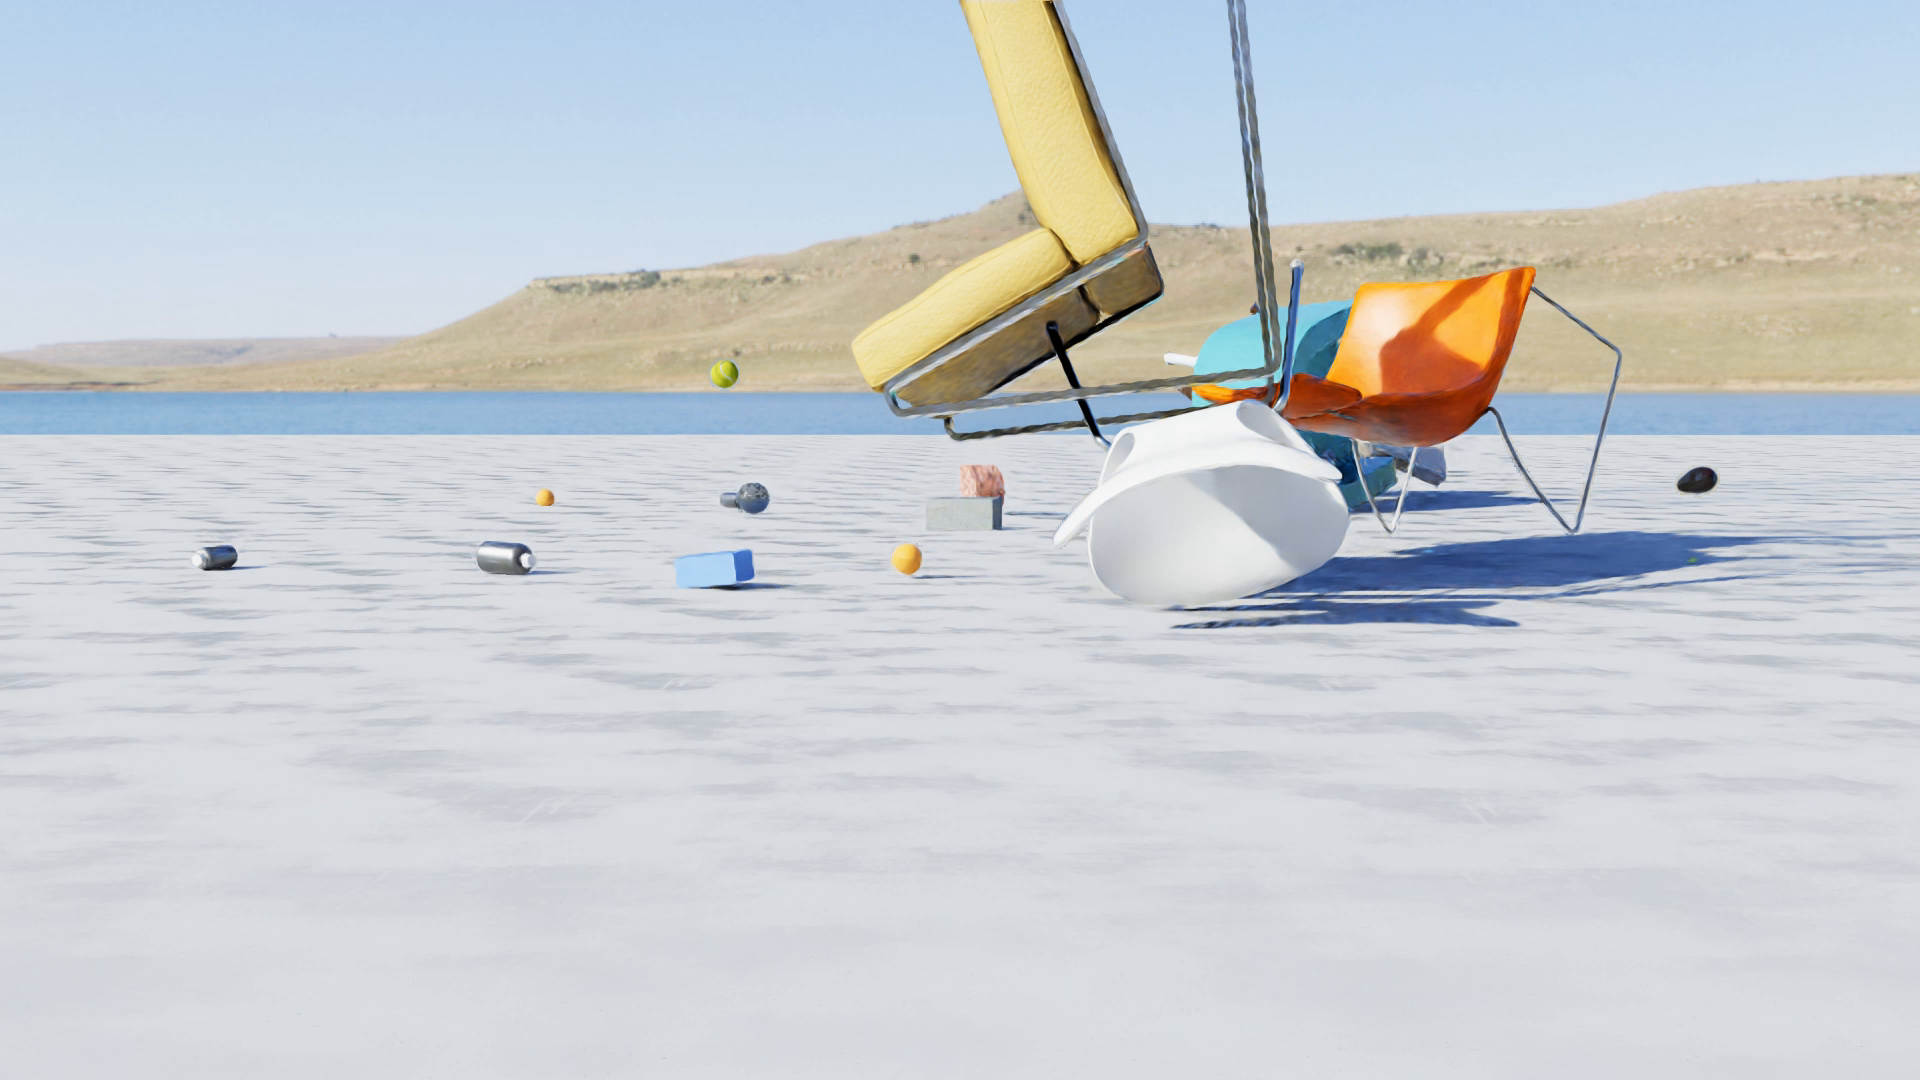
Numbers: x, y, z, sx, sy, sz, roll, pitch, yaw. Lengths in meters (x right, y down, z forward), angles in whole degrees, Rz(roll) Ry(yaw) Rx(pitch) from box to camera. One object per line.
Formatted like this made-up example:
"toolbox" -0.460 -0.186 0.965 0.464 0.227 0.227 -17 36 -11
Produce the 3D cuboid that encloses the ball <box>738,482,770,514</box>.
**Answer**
"ball" -0.742 -0.151 7.893 0.116 0.116 0.116 0 4 0

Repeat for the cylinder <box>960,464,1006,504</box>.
"cylinder" 0.079 -0.195 7.851 0.117 0.167 0.104 0 -31 -31

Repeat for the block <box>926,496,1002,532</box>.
"block" 0.014 -0.084 7.042 0.211 0.100 0.155 1 4 12

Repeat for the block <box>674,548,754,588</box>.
"block" -0.554 0.065 4.959 0.148 0.068 0.094 -6 4 20

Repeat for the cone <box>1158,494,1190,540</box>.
"cone" 0.650 -0.081 6.494 0.074 0.142 0.092 6 34 -33

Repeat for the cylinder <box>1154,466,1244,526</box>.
"cylinder" 0.750 -0.128 6.901 0.256 0.113 0.116 -25 56 -17
